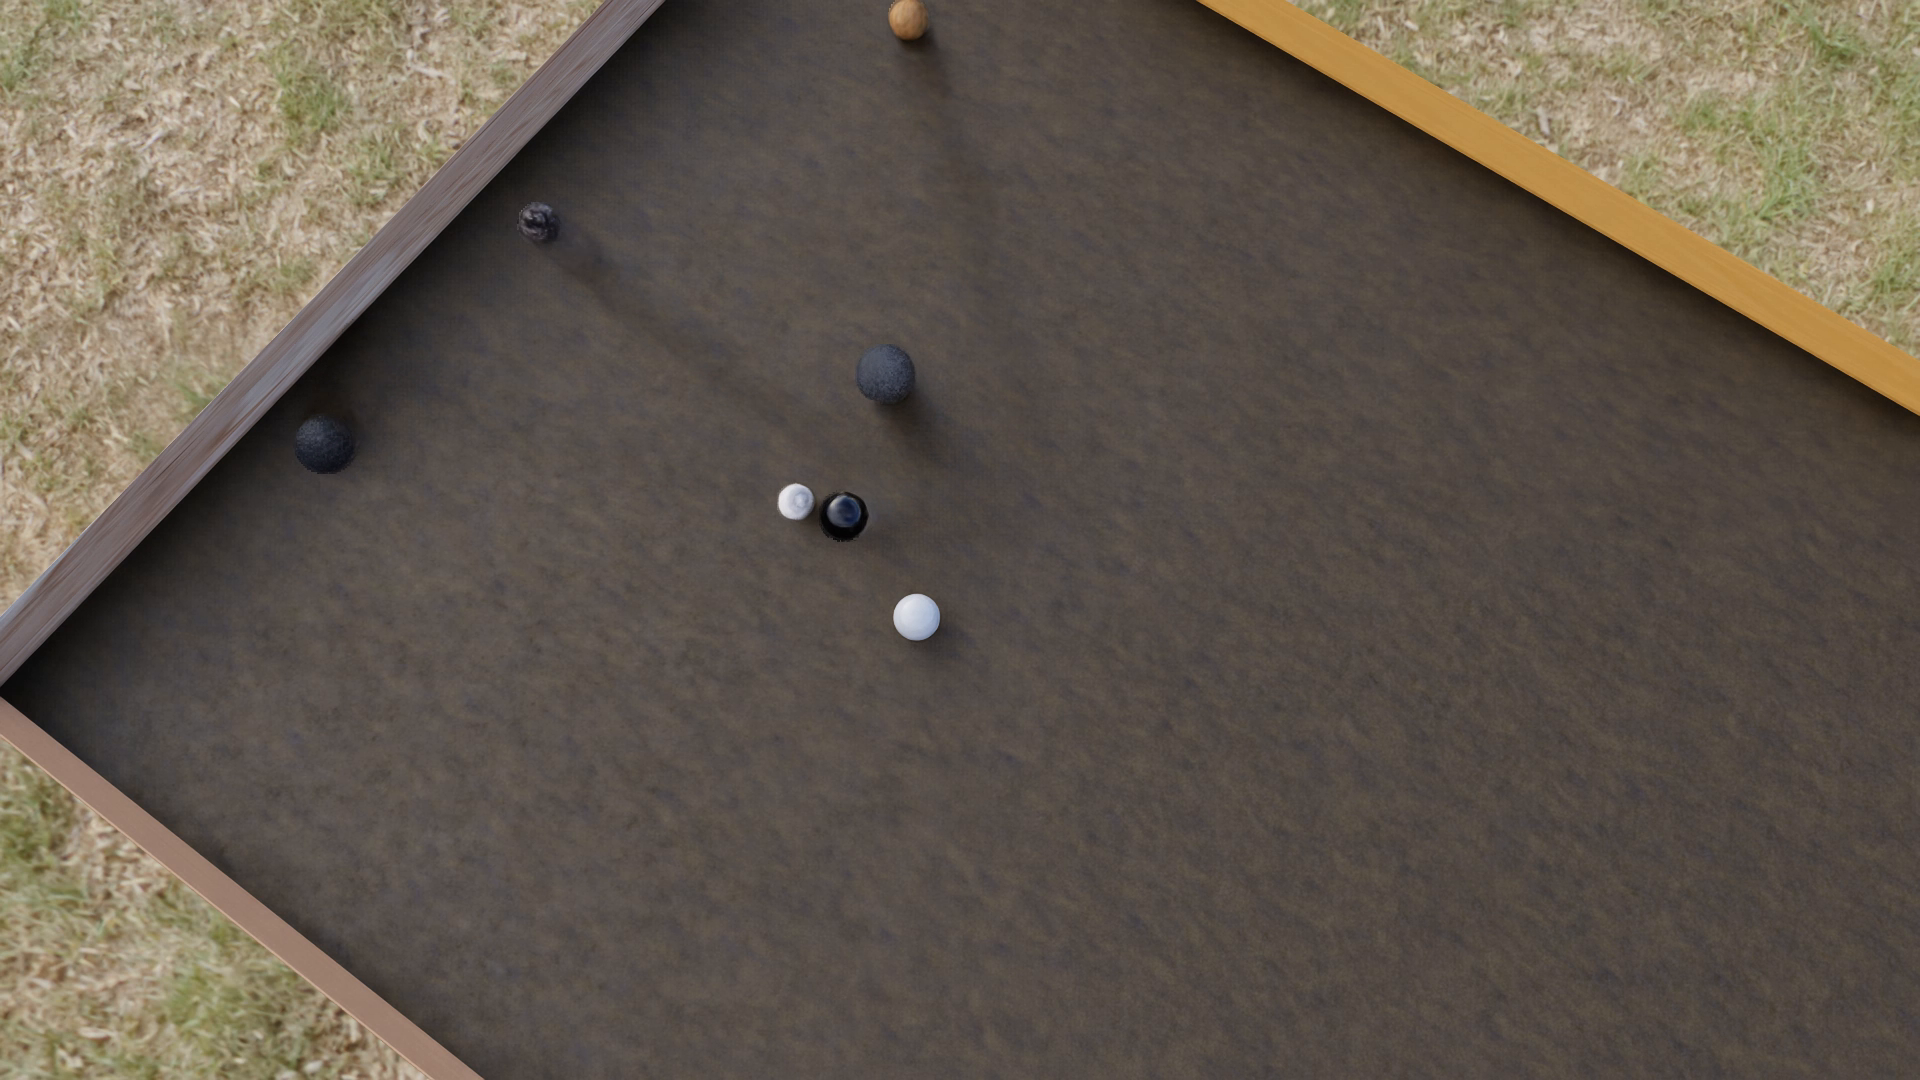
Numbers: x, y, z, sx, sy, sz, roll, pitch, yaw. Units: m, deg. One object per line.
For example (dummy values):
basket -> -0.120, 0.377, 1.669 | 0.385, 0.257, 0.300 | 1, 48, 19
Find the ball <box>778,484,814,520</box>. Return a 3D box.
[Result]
ball -> -0.267, -0.062, 3.579 | 0.059, 0.059, 0.059 | 0, 66, 0

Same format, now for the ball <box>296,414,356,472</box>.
ball -> -1.039, -0.160, 3.604 | 0.095, 0.095, 0.095 | 0, 66, 0

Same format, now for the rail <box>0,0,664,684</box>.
rail -> -0.865, -0.588, 3.777 | 0.045, 0.129, 2.294 | 34, 70, 14

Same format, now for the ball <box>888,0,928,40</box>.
ball -> -0.092, -0.939, 3.967 | 0.072, 0.072, 0.072 | 0, 66, 0

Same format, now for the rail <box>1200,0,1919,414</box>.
rail -> 1.547, -0.249, 3.624 | 4.380, 0.129, 0.045 | 34, 70, 14

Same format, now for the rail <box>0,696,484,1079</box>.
rail -> 0.221, 1.405, 2.881 | 4.380, 0.129, 0.045 | 34, 70, 14

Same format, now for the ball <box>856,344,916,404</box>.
ball -> -0.123, -0.275, 3.653 | 0.099, 0.099, 0.099 | 0, 66, 0

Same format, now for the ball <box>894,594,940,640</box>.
ball -> -0.069, 0.122, 3.488 | 0.075, 0.075, 0.075 | 0, 66, 0

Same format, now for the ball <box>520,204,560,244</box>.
ball -> -0.725, -0.545, 3.792 | 0.069, 0.069, 0.069 | 0, 66, 0

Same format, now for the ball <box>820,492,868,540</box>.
ball -> -0.188, -0.039, 3.559 | 0.078, 0.078, 0.078 | 0, 66, 0
